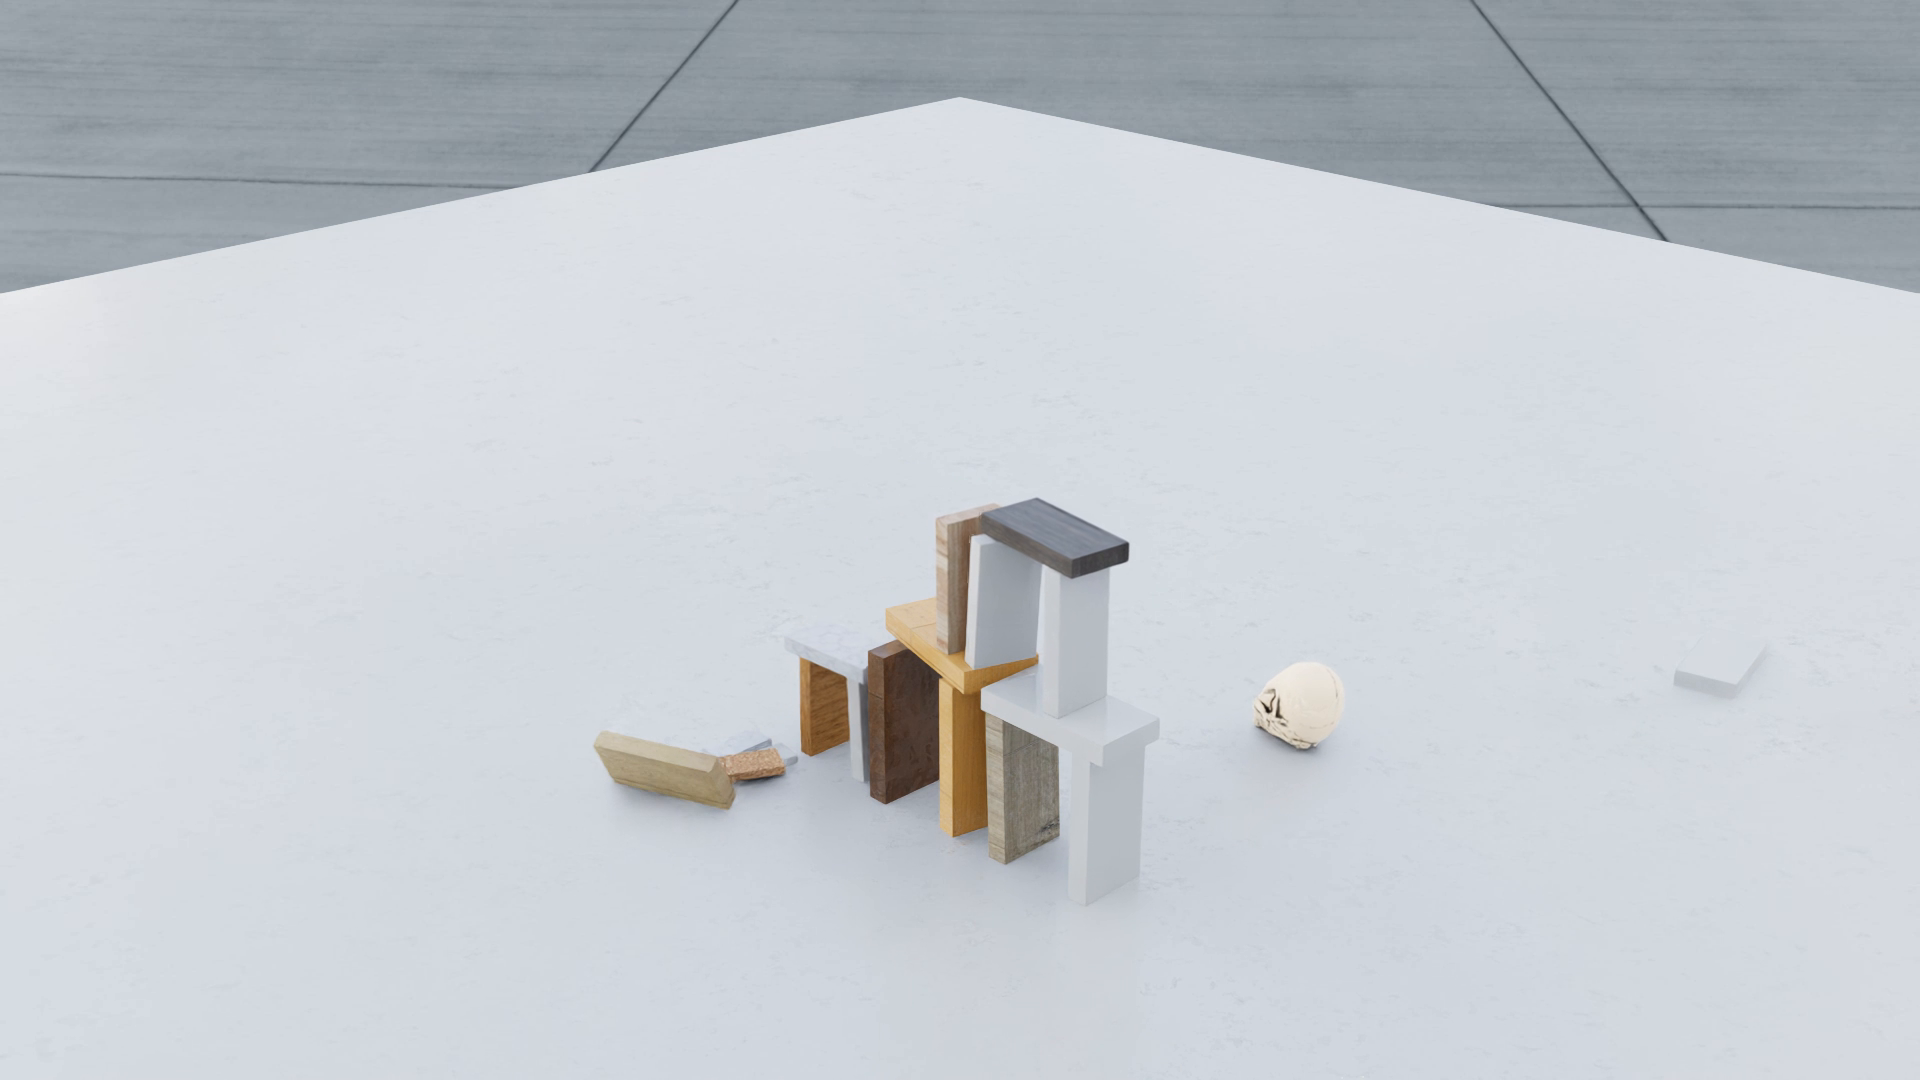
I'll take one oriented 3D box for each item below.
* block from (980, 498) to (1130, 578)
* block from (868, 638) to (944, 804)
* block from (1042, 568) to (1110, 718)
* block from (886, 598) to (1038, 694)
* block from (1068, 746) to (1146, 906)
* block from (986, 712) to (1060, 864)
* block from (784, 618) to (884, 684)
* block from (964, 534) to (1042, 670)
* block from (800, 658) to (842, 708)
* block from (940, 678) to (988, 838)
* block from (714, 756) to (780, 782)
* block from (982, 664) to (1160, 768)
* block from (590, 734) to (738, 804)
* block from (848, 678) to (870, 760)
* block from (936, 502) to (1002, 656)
[{"bbox_3d":[0.174,-0.006,4.062,0.135,0.038,0.269,-16,28,-33],"label":"block"},{"bbox_3d":[-0.108,0.358,4.491,0.166,0.332,0.047,-21,30,-40],"label":"block"},{"bbox_3d":[0.215,0.173,4.063,0.135,0.291,0.038,-21,31,-40],"label":"block"},{"bbox_3d":[0.001,0.202,4.375,0.166,0.047,0.332,-12,26,-26],"label":"block"},{"bbox_3d":[0.276,0.518,4.138,0.044,0.313,0.157,22,31,40],"label":"block"},{"bbox_3d":[0.123,0.458,4.278,0.157,0.313,0.044,-21,29,-41],"label":"block"},{"bbox_3d":[-0.242,0.230,4.571,0.236,0.033,0.118,20,30,39],"label":"block"},{"bbox_3d":[0.084,0.110,4.184,0.135,0.269,0.038,-10,31,-24],"label":"block"},{"bbox_3d":[-0.284,0.332,4.675,0.118,0.236,0.033,-21,32,-40],"label":"block"},{"bbox_3d":[0.042,0.413,4.361,0.166,0.332,0.047,-14,27,-30],"label":"block"},{"bbox_3d":[-0.439,0.470,4.579,0.135,0.019,0.067,-8,27,-20],"label":"block"},{"bbox_3d":[0.205,0.326,4.131,0.157,0.044,0.313,-21,31,-40],"label":"block"},{"bbox_3d":[-0.601,0.468,4.480,0.275,0.137,0.039,10,65,23],"label":"block"},{"bbox_3d":[-0.176,0.374,4.576,0.033,0.236,0.118,17,28,39],"label":"block"},{"bbox_3d":[0.022,0.076,4.260,0.137,0.274,0.039,-15,27,-32],"label":"block"}]
